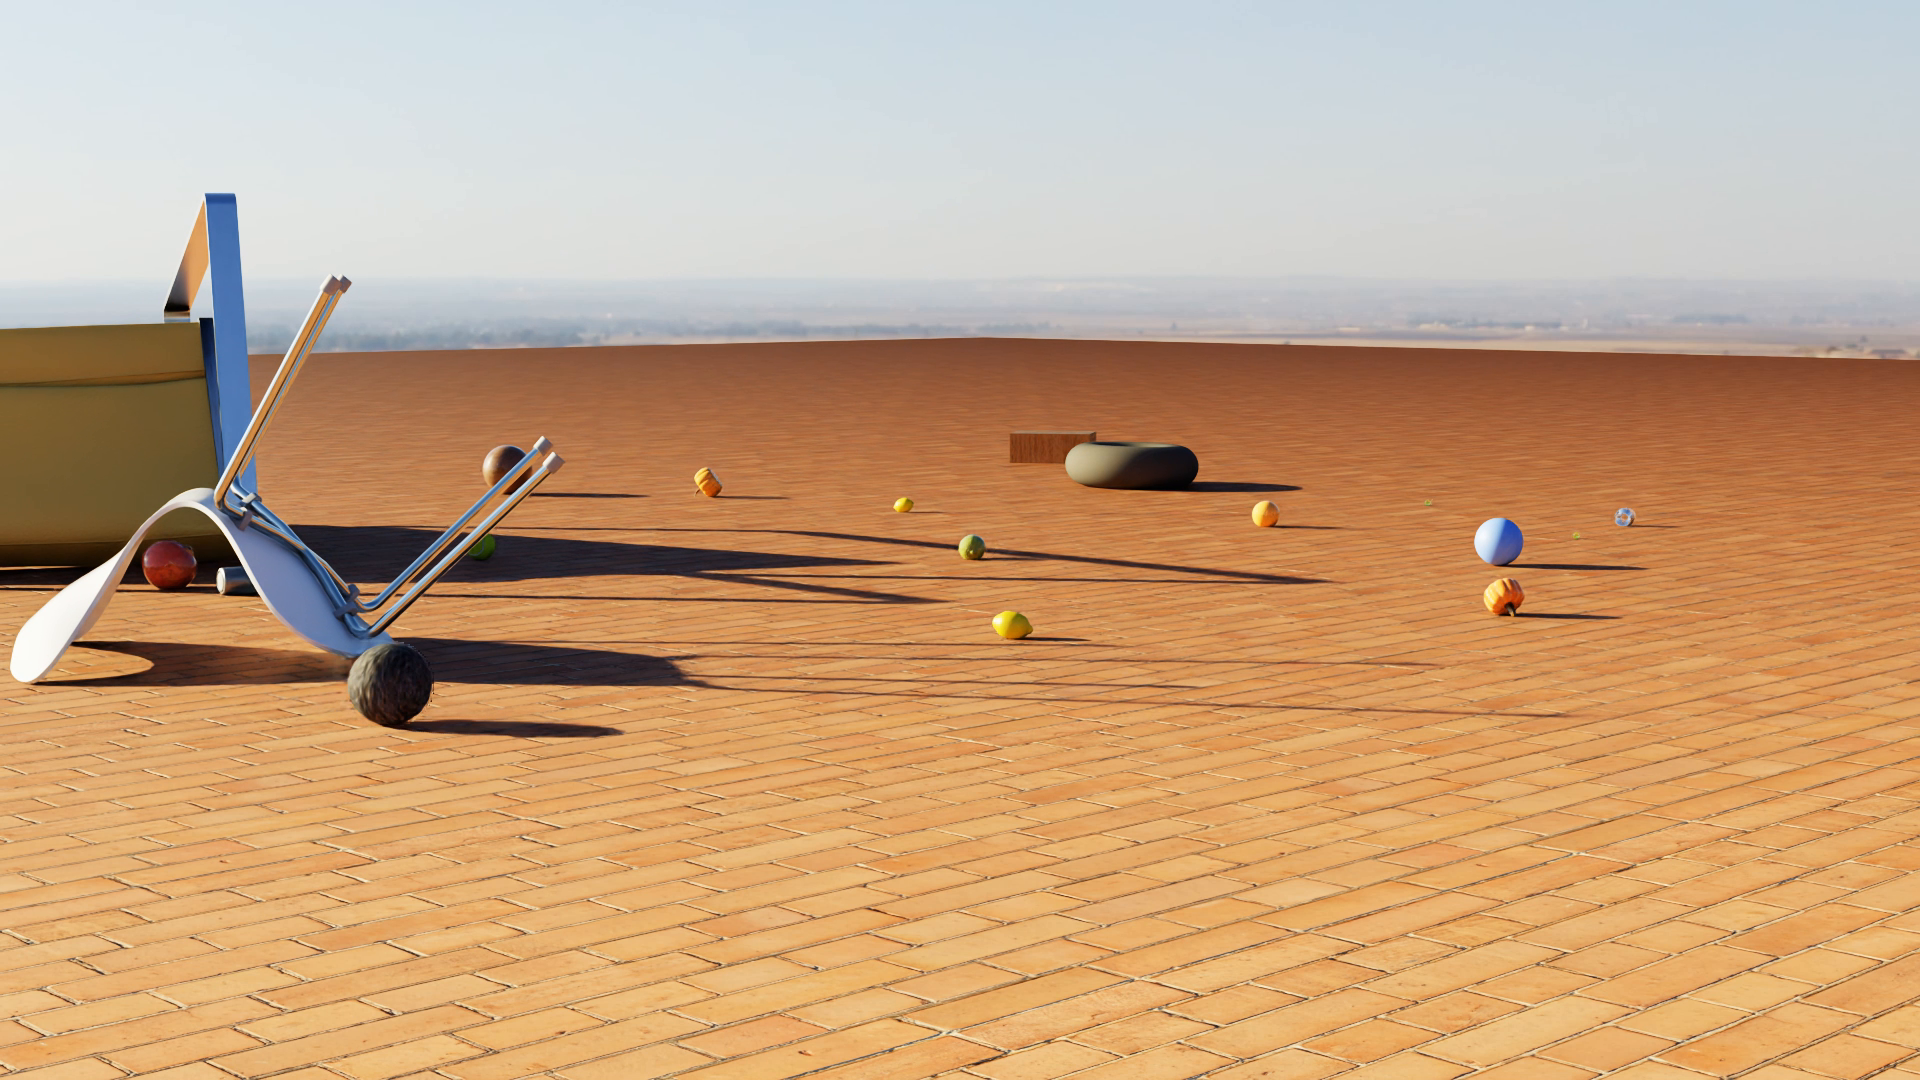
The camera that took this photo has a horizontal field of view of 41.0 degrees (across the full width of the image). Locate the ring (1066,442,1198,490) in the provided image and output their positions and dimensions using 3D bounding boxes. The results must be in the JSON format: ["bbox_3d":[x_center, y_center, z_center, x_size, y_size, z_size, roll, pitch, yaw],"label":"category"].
[{"bbox_3d":[0.540,-0.235,8.068,0.431,0.132,0.391,5,7,37],"label":"ring"}]

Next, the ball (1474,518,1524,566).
[{"bbox_3d":[1.228,0.004,5.842,0.109,0.109,0.109,0,6,0],"label":"ball"}]

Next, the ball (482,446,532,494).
[{"bbox_3d":[-1.368,-0.213,7.755,0.149,0.149,0.149,0,6,0],"label":"ball"}]

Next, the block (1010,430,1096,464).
[{"bbox_3d":[0.331,-0.330,9.110,0.284,0.104,0.175,1,6,11],"label":"block"}]

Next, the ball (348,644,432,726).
[{"bbox_3d":[-0.838,0.212,3.769,0.120,0.120,0.120,0,6,0],"label":"ball"}]
